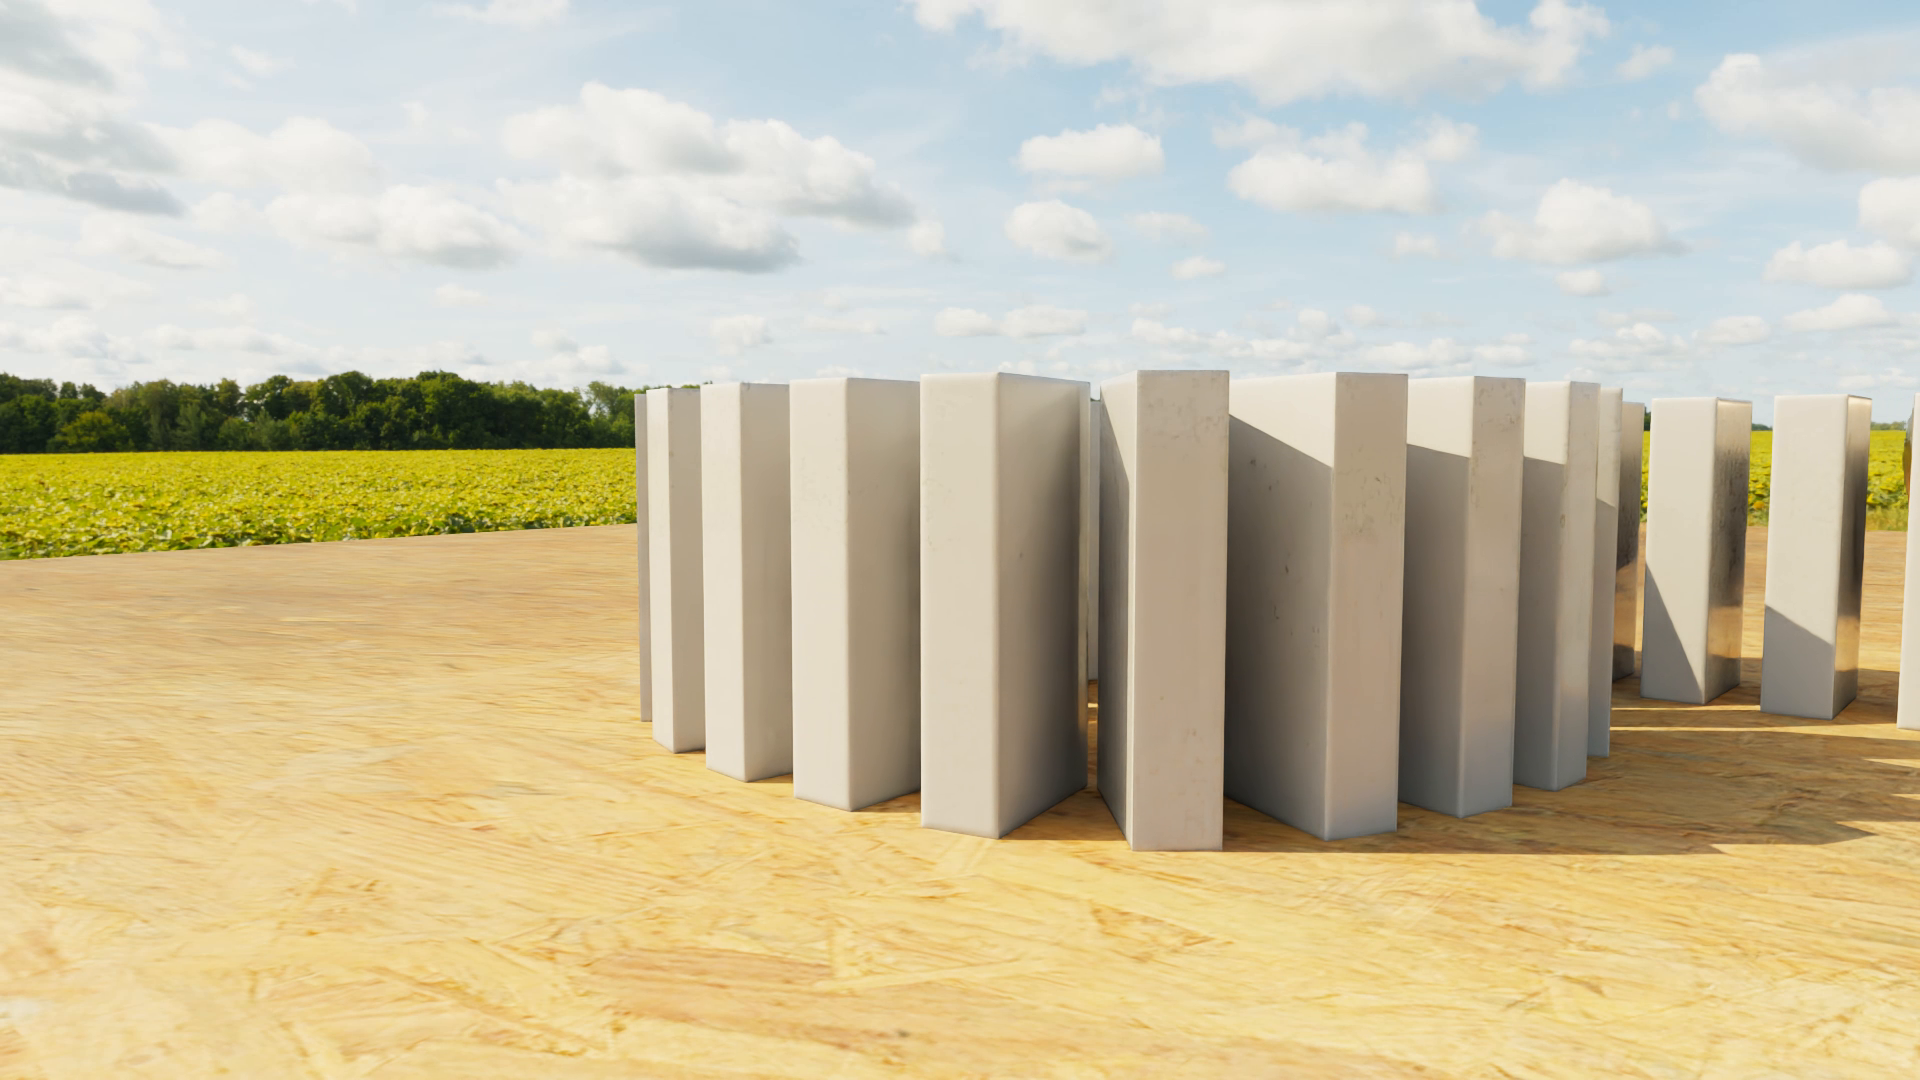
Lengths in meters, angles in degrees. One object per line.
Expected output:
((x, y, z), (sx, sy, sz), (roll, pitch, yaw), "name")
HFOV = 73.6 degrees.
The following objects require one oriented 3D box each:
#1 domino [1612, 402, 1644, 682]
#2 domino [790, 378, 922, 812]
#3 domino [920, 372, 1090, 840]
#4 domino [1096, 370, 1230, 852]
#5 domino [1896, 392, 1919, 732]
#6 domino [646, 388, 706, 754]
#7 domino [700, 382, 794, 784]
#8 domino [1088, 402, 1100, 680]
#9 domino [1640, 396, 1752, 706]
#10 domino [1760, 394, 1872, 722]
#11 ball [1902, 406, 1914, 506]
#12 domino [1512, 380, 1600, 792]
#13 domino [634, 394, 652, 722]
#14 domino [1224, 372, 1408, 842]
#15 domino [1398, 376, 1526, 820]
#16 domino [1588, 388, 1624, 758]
((0.114, 0.000, 0.231), (0.010, 0.050, 0.025), (4, 6, 43), "domino")
((-0.008, 0.006, 0.159), (0.010, 0.050, 0.025), (4, 6, 40), "domino")
((0.006, 0.006, 0.149), (0.010, 0.050, 0.025), (2, 5, 28), "domino")
((0.022, 0.007, 0.145), (0.010, 0.050, 0.025), (0, 4, -2), "domino")
((0.152, 0.003, 0.196), (0.009, 0.050, 0.025), (4, 6, 40), "domino")
((-0.031, 0.004, 0.185), (0.025, 0.050, 0.010), (-3, 5, -30), "domino")
((-0.021, 0.005, 0.171), (0.025, 0.050, 0.009), (-4, 6, -41), "domino")
((0.021, -0.001, 0.242), (0.009, 0.050, 0.025), (-1, 4, -14), "domino")
((0.126, 0.001, 0.219), (0.010, 0.050, 0.025), (4, 6, 43), "domino")
((0.139, 0.002, 0.208), (0.009, 0.050, 0.025), (4, 6, 42), "domino")
((0.259, -0.019, 0.285), (0.080, 0.080, 0.080), (0, 4, 0), "ball")
((0.068, 0.005, 0.167), (0.009, 0.050, 0.025), (-4, 6, -43), "domino")
((-0.037, 0.002, 0.201), (0.025, 0.050, 0.009), (-1, 4, -7), "domino")
((0.039, 0.006, 0.149), (0.010, 0.050, 0.025), (-2, 5, -22), "domino")
((0.054, 0.006, 0.157), (0.009, 0.050, 0.025), (-3, 5, -33), "domino")
((0.078, 0.004, 0.181), (0.025, 0.050, 0.009), (2, 5, 20), "domino")
